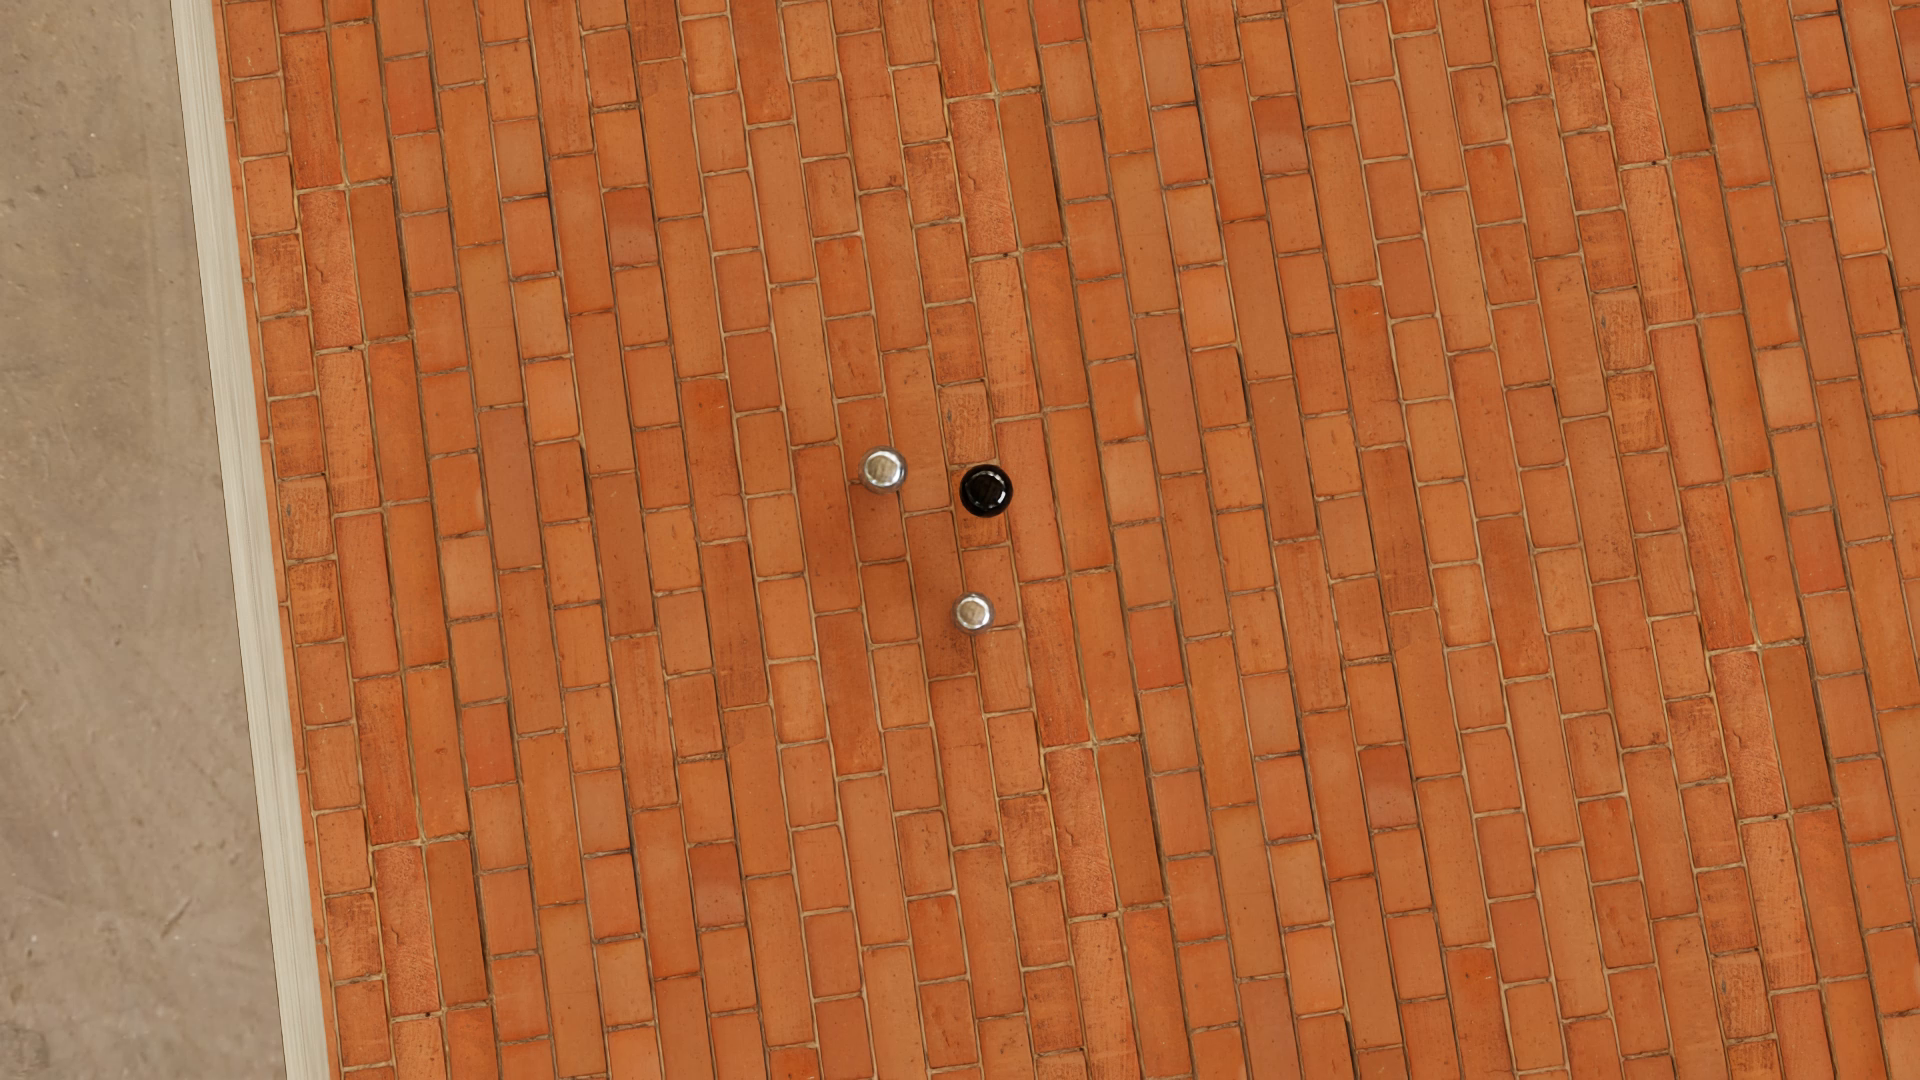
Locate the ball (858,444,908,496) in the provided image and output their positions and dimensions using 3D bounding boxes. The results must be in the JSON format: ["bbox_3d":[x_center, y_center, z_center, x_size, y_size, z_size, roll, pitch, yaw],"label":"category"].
[{"bbox_3d":[-0.114,-0.104,3.264,0.075,0.075,0.075,0,84,0],"label":"ball"}]

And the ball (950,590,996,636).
[{"bbox_3d":[0.019,0.108,3.244,0.067,0.067,0.067,0,84,0],"label":"ball"}]

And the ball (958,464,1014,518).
[{"bbox_3d":[0.039,-0.073,3.257,0.081,0.081,0.081,0,84,0],"label":"ball"}]

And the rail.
[{"bbox_3d":[-1.016,0.144,3.220,0.045,0.105,2.520,-8,84,-1],"label":"rail"}]
